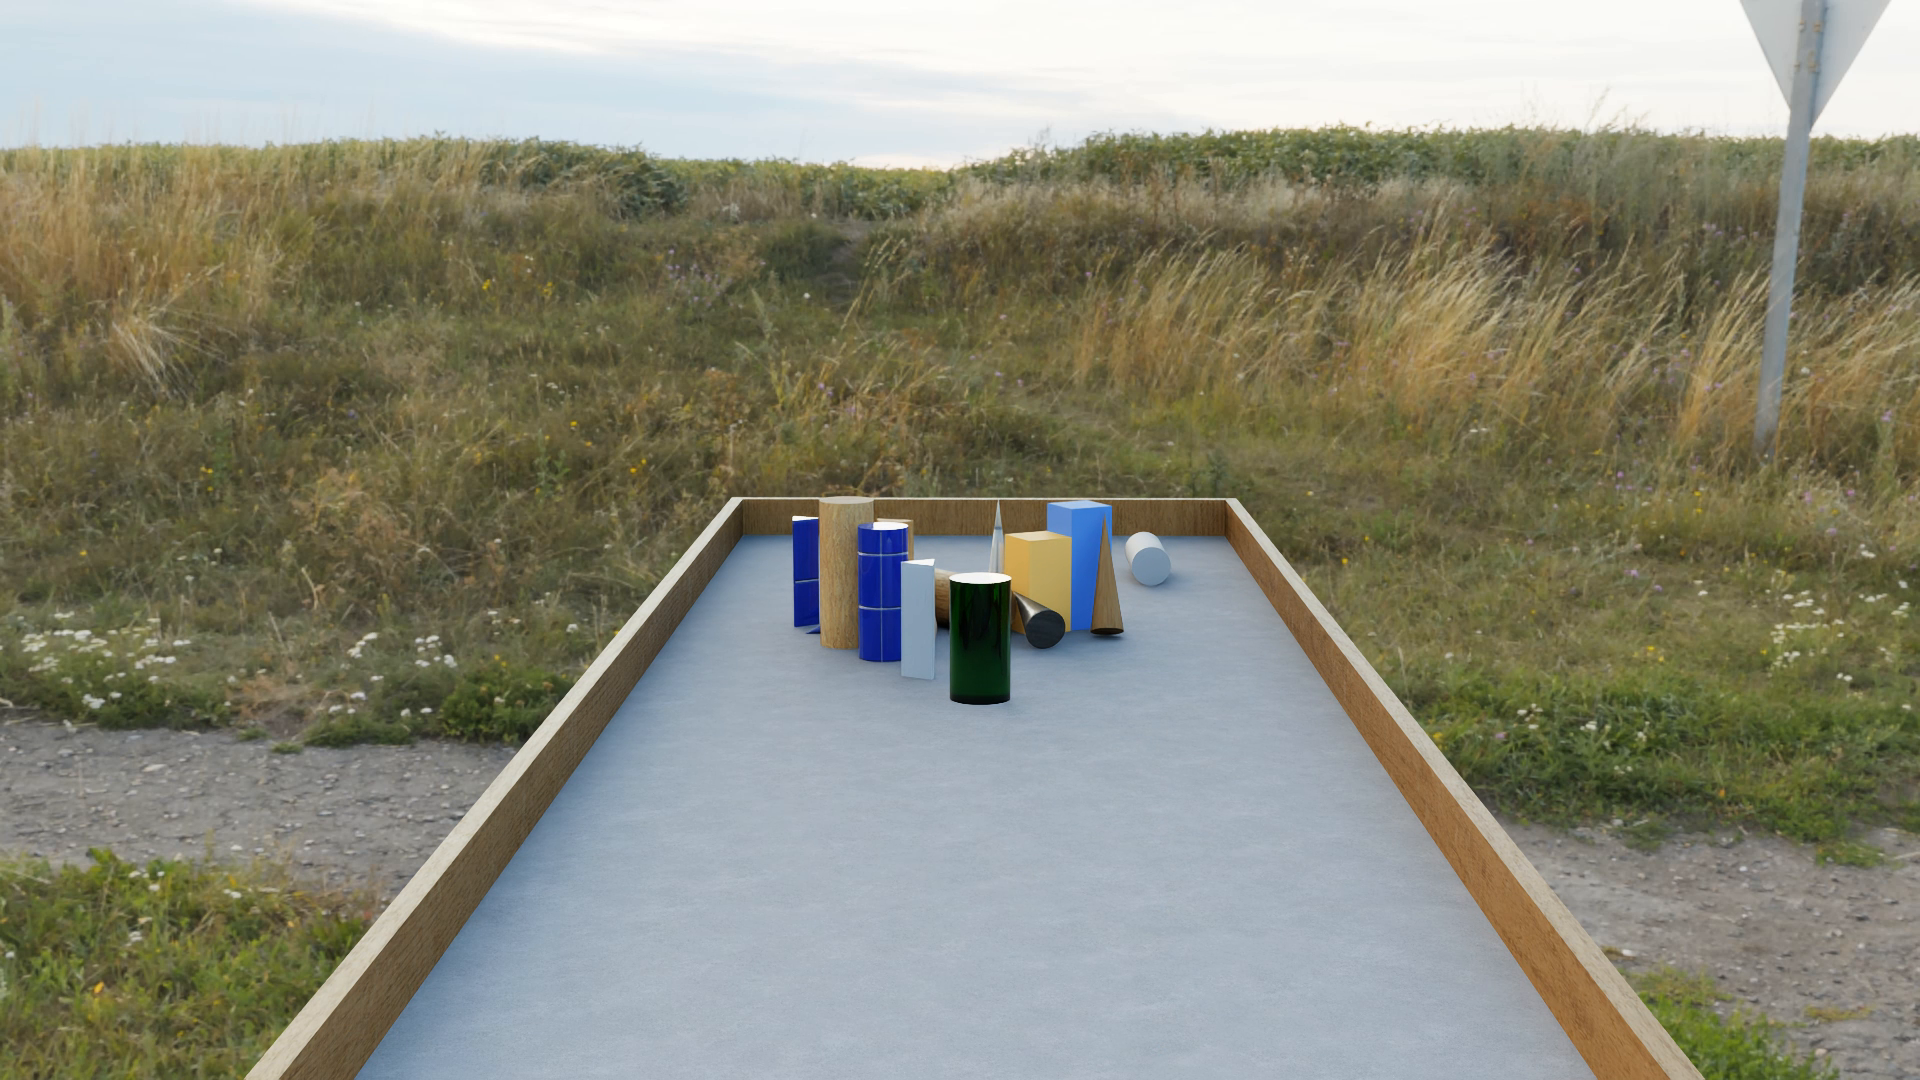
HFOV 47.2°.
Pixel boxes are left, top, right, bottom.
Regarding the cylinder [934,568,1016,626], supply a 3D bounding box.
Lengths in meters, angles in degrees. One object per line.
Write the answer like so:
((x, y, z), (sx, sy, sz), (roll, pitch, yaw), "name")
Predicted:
((0.008, 0.202, 7.171), (0.177, 0.177, 0.347), (-7, 11, -36), "cylinder")

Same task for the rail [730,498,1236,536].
((0.099, -0.098, 9.147), (2.100, 0.150, 0.050), (0, 9, 1), "rail")

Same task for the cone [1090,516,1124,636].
((0.469, 0.101, 7.078), (0.107, 0.397, 0.107), (0, -15, 0), "cone")

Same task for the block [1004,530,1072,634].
((0.253, 0.139, 7.148), (0.158, 0.308, 0.158), (-5, 10, -28), "block")

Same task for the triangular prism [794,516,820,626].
((-0.525, 0.101, 7.242), (0.094, 0.353, 0.081), (-6, 11, -33), "triangular prism")

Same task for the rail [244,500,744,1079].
((-1.004, 0.839, 3.234), (0.050, 0.150, 12.000), (0, 9, 1), "rail")

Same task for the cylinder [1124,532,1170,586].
((0.693, 0.067, 8.135), (0.142, 0.142, 0.357), (0, 9, 0), "cylinder")

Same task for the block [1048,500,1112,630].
((0.390, 0.082, 7.214), (0.154, 0.400, 0.154), (-5, 10, -28), "block")

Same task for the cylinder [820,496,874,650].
((-0.355, 0.101, 6.910), (0.171, 0.458, 0.171), (0, 9, 0), "cylinder")

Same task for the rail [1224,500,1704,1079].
((1.046, 0.843, 3.208), (0.050, 0.150, 12.000), (0, 9, 1), "rail")

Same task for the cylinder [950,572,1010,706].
((0.057, 0.276, 6.172), (0.172, 0.344, 0.172), (0, 9, 0), "cylinder")

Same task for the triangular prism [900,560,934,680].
((-0.102, 0.230, 6.471), (0.109, 0.340, 0.094), (6, 11, 32), "triangular prism")

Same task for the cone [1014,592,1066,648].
((0.220, 0.221, 6.986), (0.130, 0.130, 0.326), (-3, 21, -17), "cone")

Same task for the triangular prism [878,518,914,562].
((-0.237, 0.103, 7.269), (0.129, 0.340, 0.112), (-8, 12, -39), "triangular prism")

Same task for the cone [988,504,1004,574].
((0.125, 0.069, 7.225), (0.109, 0.422, 0.109), (0, 9, 0), "cone")

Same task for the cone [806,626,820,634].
((-0.341, 0.262, 7.119), (0.333, 0.150, 0.150), (-14, 11, -7), "cone")

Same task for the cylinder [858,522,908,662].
((-0.234, 0.158, 6.708), (0.154, 0.407, 0.154), (0, 9, 0), "cylinder")

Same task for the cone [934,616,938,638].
((-0.242, 0.286, 6.991), (0.327, 0.137, 0.137), (-8, 2, 39), "cone")
